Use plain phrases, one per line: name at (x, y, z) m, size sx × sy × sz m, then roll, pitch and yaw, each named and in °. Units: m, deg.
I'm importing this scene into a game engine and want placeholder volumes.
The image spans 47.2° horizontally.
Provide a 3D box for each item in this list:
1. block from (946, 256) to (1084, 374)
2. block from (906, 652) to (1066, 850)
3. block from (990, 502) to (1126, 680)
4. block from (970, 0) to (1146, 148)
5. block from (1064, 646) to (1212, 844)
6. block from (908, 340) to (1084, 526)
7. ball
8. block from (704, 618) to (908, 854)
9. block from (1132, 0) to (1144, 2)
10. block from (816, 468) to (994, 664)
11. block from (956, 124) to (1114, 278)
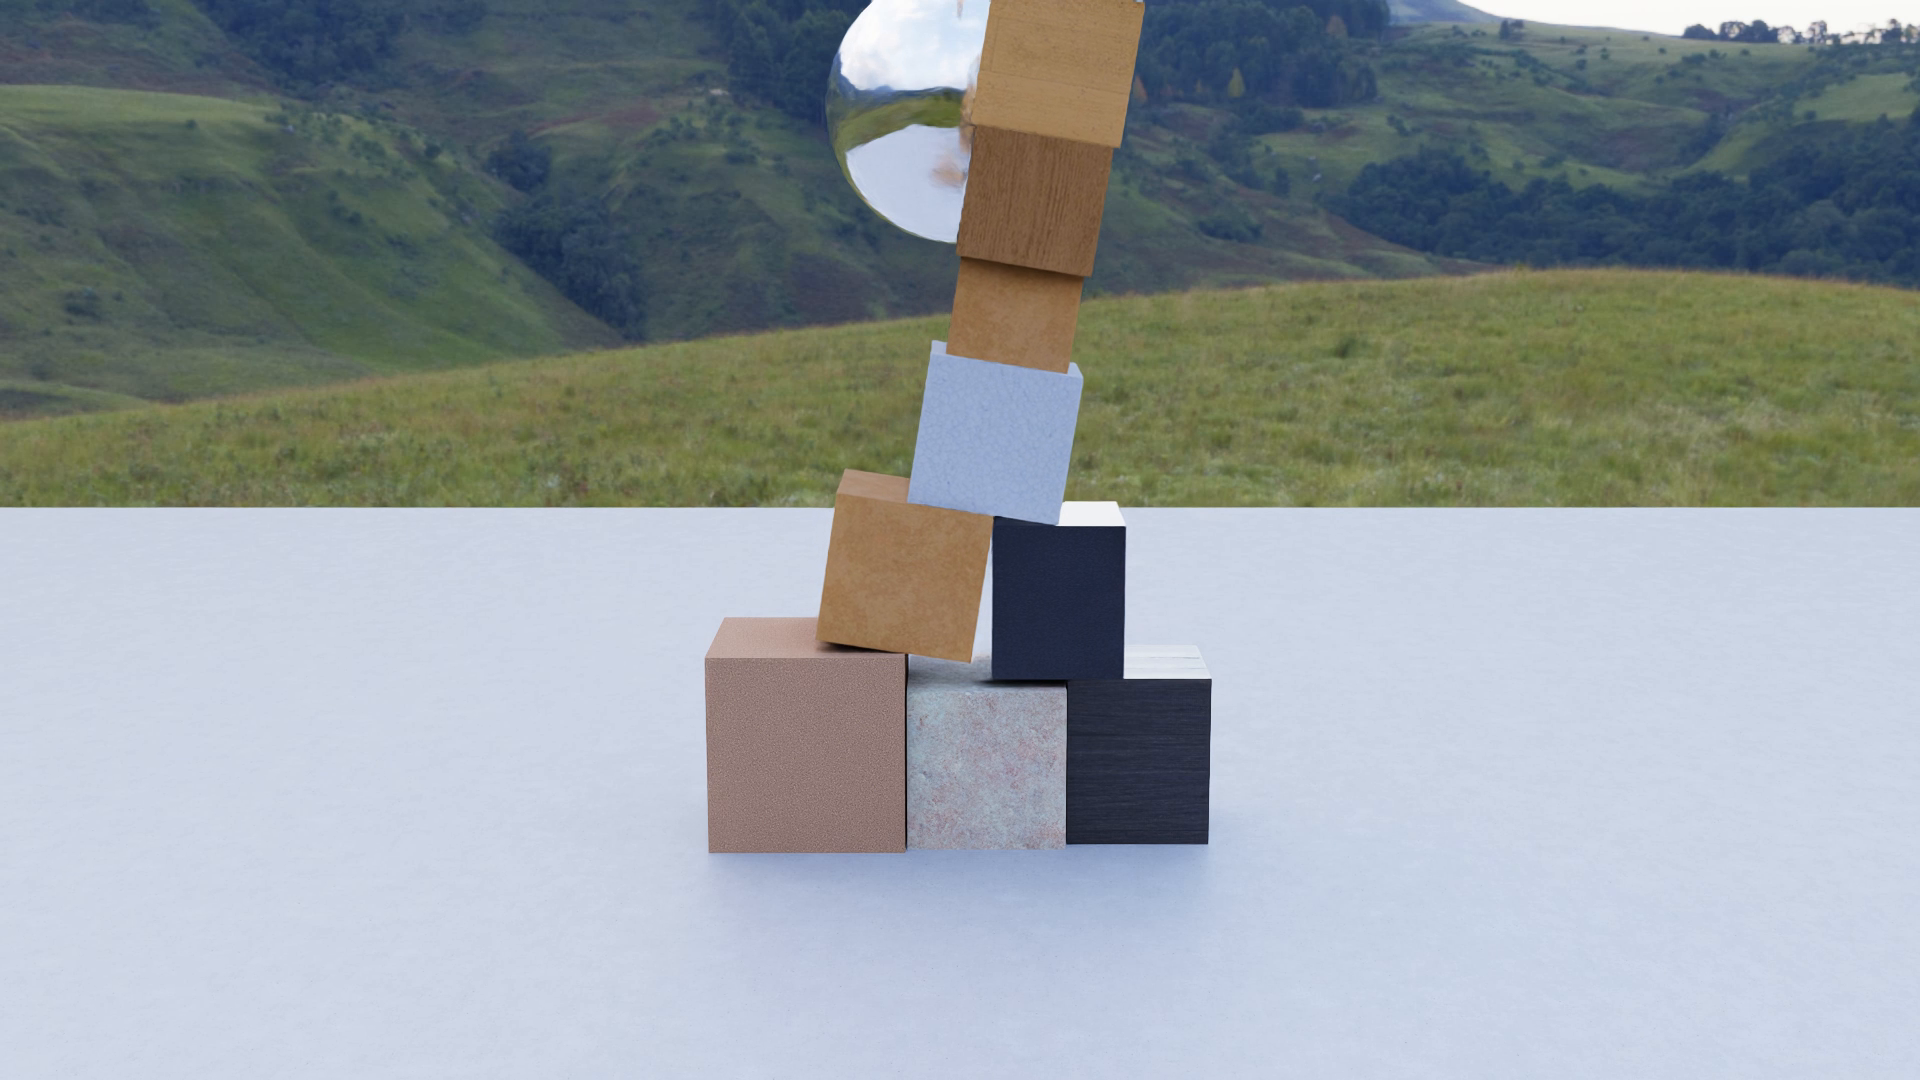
block at (0.267, -1.144, 10.974) m, size 0.604 × 0.487 × 0.532 m, roll 9°, pitch 10°, yaw -2°
block at (0.133, 1.076, 11.384) m, size 0.792 × 0.810 × 0.871 m, roll 0°, pitch 10°, yaw 0°
block at (0.487, 0.246, 11.228) m, size 0.657 × 0.775 × 0.734 m, roll 0°, pitch 10°, yaw 0°
block at (0.462, -2.317, 10.747) m, size 0.723 × 0.683 × 0.690 m, roll 9°, pitch 10°, yaw -2°
block at (0.897, 1.048, 11.390) m, size 0.716 × 0.862 × 0.732 m, roll 0°, pitch 10°, yaw 0°
block at (0.170, -0.552, 11.087) m, size 0.753 × 0.734 × 0.738 m, roll 9°, pitch 10°, yaw -2°
ball at (0.000, -2.562, 13.047) m, size 1.600 × 1.600 × 1.600 m, roll 0°, pitch 10°, yaw 0°
block at (-0.764, 0.987, 11.343) m, size 0.981 × 1.000 × 0.937 m, roll 0°, pitch 10°, yaw 0°
block at (0.568, -2.948, 10.631) m, size 0.691 × 0.619 × 0.740 m, roll 9°, pitch 10°, yaw -2°
block at (-0.275, 0.118, 11.218) m, size 0.779 × 0.745 × 0.814 m, roll 9°, pitch 10°, yaw -2°
block at (0.355, -1.684, 10.871) m, size 0.663 × 0.624 × 0.727 m, roll 9°, pitch 10°, yaw -2°
